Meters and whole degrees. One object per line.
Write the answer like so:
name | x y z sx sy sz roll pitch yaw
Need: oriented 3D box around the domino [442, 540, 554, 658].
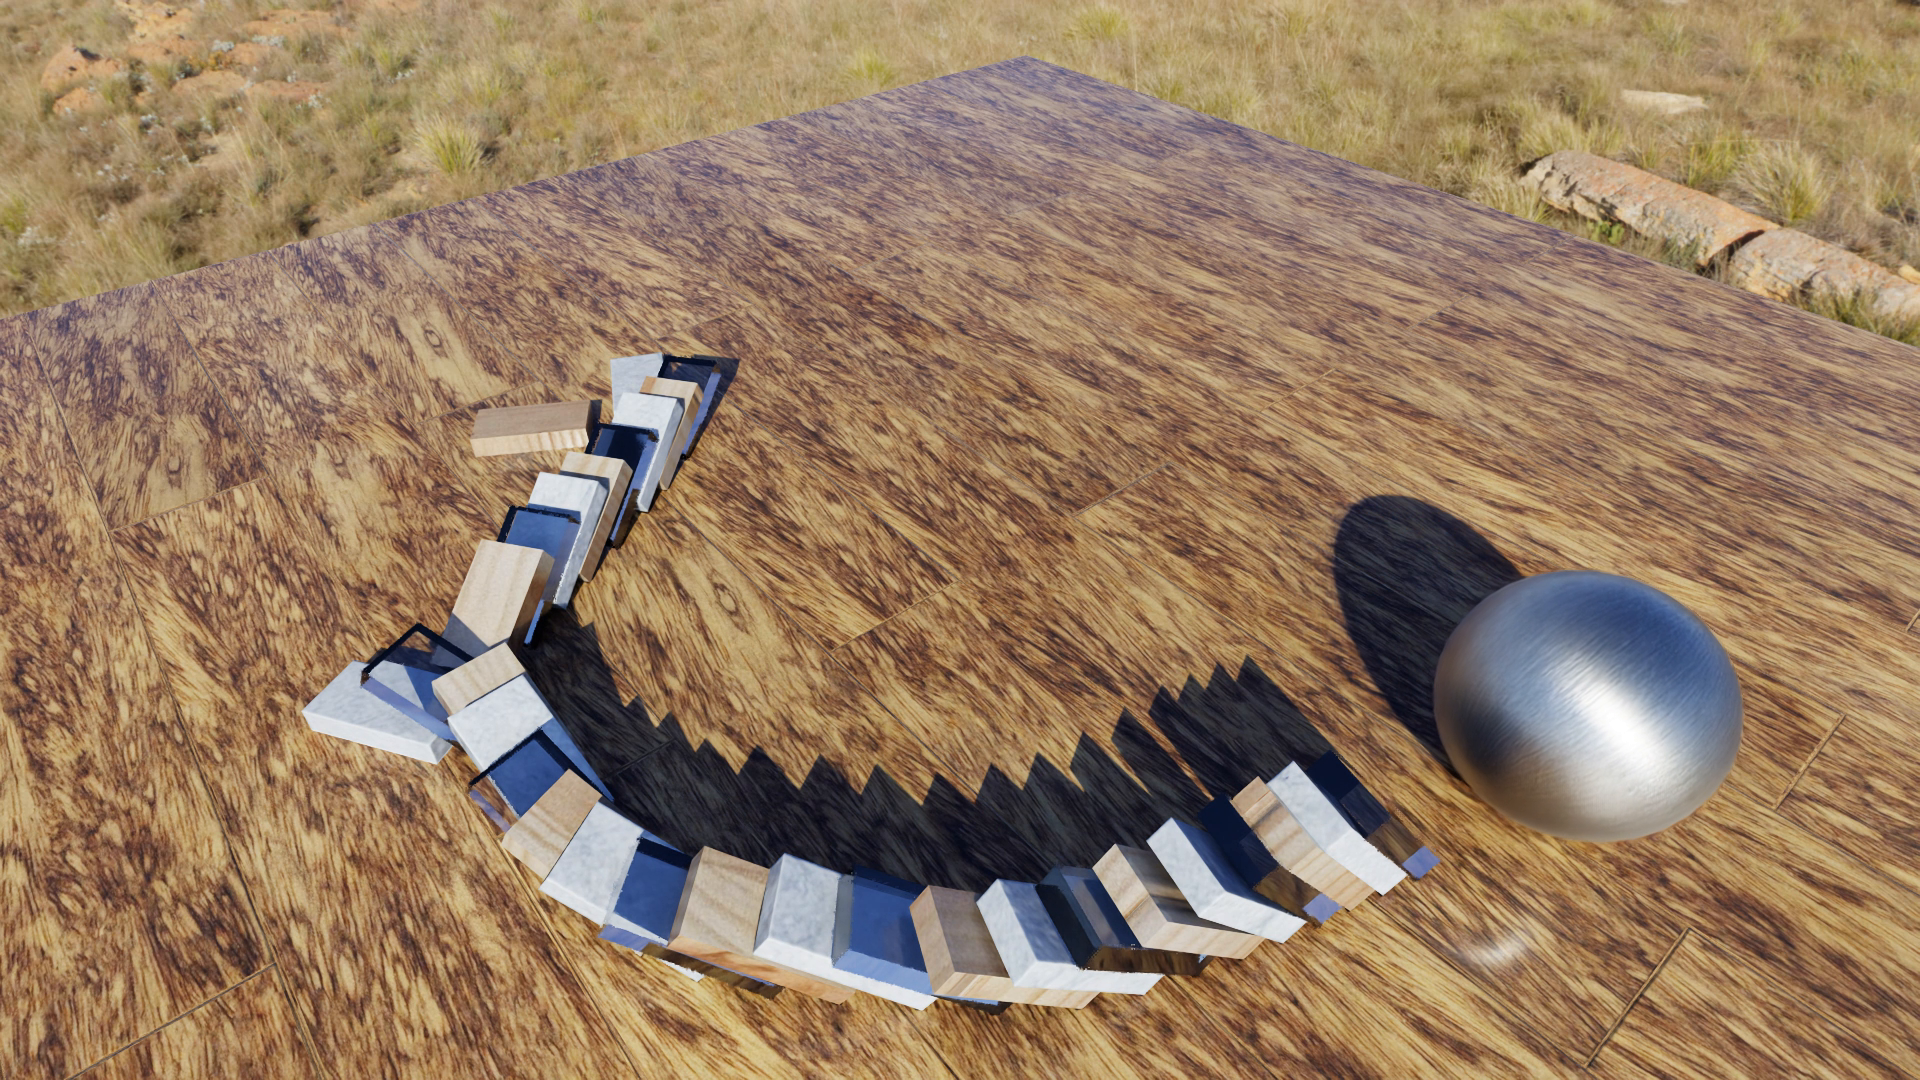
domino | -0.167 0.026 0.393 0.025 0.009 0.050 9 69 11

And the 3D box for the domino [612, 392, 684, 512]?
domino | -0.139 -0.038 0.470 0.025 0.010 0.050 9 68 11

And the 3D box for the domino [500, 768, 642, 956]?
domino | -0.101 0.091 0.313 0.050 0.010 0.025 39 46 -1

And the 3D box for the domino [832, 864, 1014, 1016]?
domino | -0.009 0.107 0.294 0.050 0.010 0.025 24 35 -20

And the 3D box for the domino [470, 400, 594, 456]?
domino | -0.196 -0.052 0.507 0.050 0.009 0.025 -6 40 -8

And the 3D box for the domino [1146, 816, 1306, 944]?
domino | 0.074 0.094 0.302 0.010 0.050 0.025 -47 44 12

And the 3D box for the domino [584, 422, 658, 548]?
domino | -0.145 -0.023 0.454 0.025 0.010 0.050 9 68 11

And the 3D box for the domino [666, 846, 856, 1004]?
domino | -0.050 0.104 0.296 0.050 0.009 0.025 26 42 -18

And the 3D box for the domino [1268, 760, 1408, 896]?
domino | 0.108 0.083 0.314 0.009 0.050 0.025 -44 44 8

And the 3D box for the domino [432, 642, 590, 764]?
domino | -0.144 0.060 0.353 0.025 0.010 0.050 -32 75 -33

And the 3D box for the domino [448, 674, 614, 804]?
domino | -0.133 0.069 0.340 0.025 0.010 0.050 -33 77 -33

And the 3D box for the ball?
ball | 0.184 0.049 0.328 0.080 0.080 0.080 0 39 0

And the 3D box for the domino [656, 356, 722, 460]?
domino | -0.130 -0.061 0.505 0.025 0.010 0.050 8 60 9

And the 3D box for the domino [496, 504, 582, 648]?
domino | -0.162 0.013 0.409 0.025 0.009 0.050 9 70 11

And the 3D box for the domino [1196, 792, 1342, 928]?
domino | 0.087 0.090 0.306 0.010 0.050 0.025 -44 45 8

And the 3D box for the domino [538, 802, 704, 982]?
domino | -0.086 0.097 0.304 0.050 0.010 0.025 35 45 -10

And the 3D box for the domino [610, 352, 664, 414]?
domino | -0.155 -0.073 0.533 0.025 0.010 0.050 -10 40 -12

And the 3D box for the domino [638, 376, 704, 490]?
domino | -0.134 -0.048 0.486 0.025 0.010 0.050 9 65 11

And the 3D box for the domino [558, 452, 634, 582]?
domino | -0.152 -0.010 0.438 0.025 0.009 0.050 9 67 11

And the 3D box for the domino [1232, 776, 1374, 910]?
domino | 0.097 0.086 0.310 0.009 0.050 0.025 -44 45 8

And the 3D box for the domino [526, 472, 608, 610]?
domino | -0.157 0.000 0.423 0.025 0.009 0.050 9 70 11

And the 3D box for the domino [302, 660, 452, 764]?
domino | -0.192 0.058 0.373 0.050 0.010 0.025 11 41 13

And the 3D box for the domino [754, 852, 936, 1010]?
domino | -0.029 0.105 0.295 0.050 0.009 0.025 26 37 -18

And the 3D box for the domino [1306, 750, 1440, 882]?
domino | 0.120 0.080 0.318 0.009 0.050 0.025 -44 45 8

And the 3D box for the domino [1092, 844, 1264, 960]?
domino | 0.060 0.099 0.299 0.050 0.010 0.025 25 20 -42

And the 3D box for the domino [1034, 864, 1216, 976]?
domino | 0.045 0.103 0.295 0.050 0.009 0.025 21 23 -39

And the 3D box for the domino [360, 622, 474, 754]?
domino | -0.168 0.051 0.364 0.050 0.009 0.025 33 42 -1

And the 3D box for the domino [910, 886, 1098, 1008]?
domino | 0.012 0.108 0.290 0.050 0.009 0.025 21 28 -33

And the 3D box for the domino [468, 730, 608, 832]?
domino | -0.118 0.083 0.325 0.050 0.010 0.025 43 51 7

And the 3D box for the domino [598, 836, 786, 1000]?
domino | -0.069 0.102 0.297 0.050 0.009 0.025 27 42 -16

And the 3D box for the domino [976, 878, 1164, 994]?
domino | 0.030 0.106 0.292 0.050 0.010 0.025 21 25 -37
